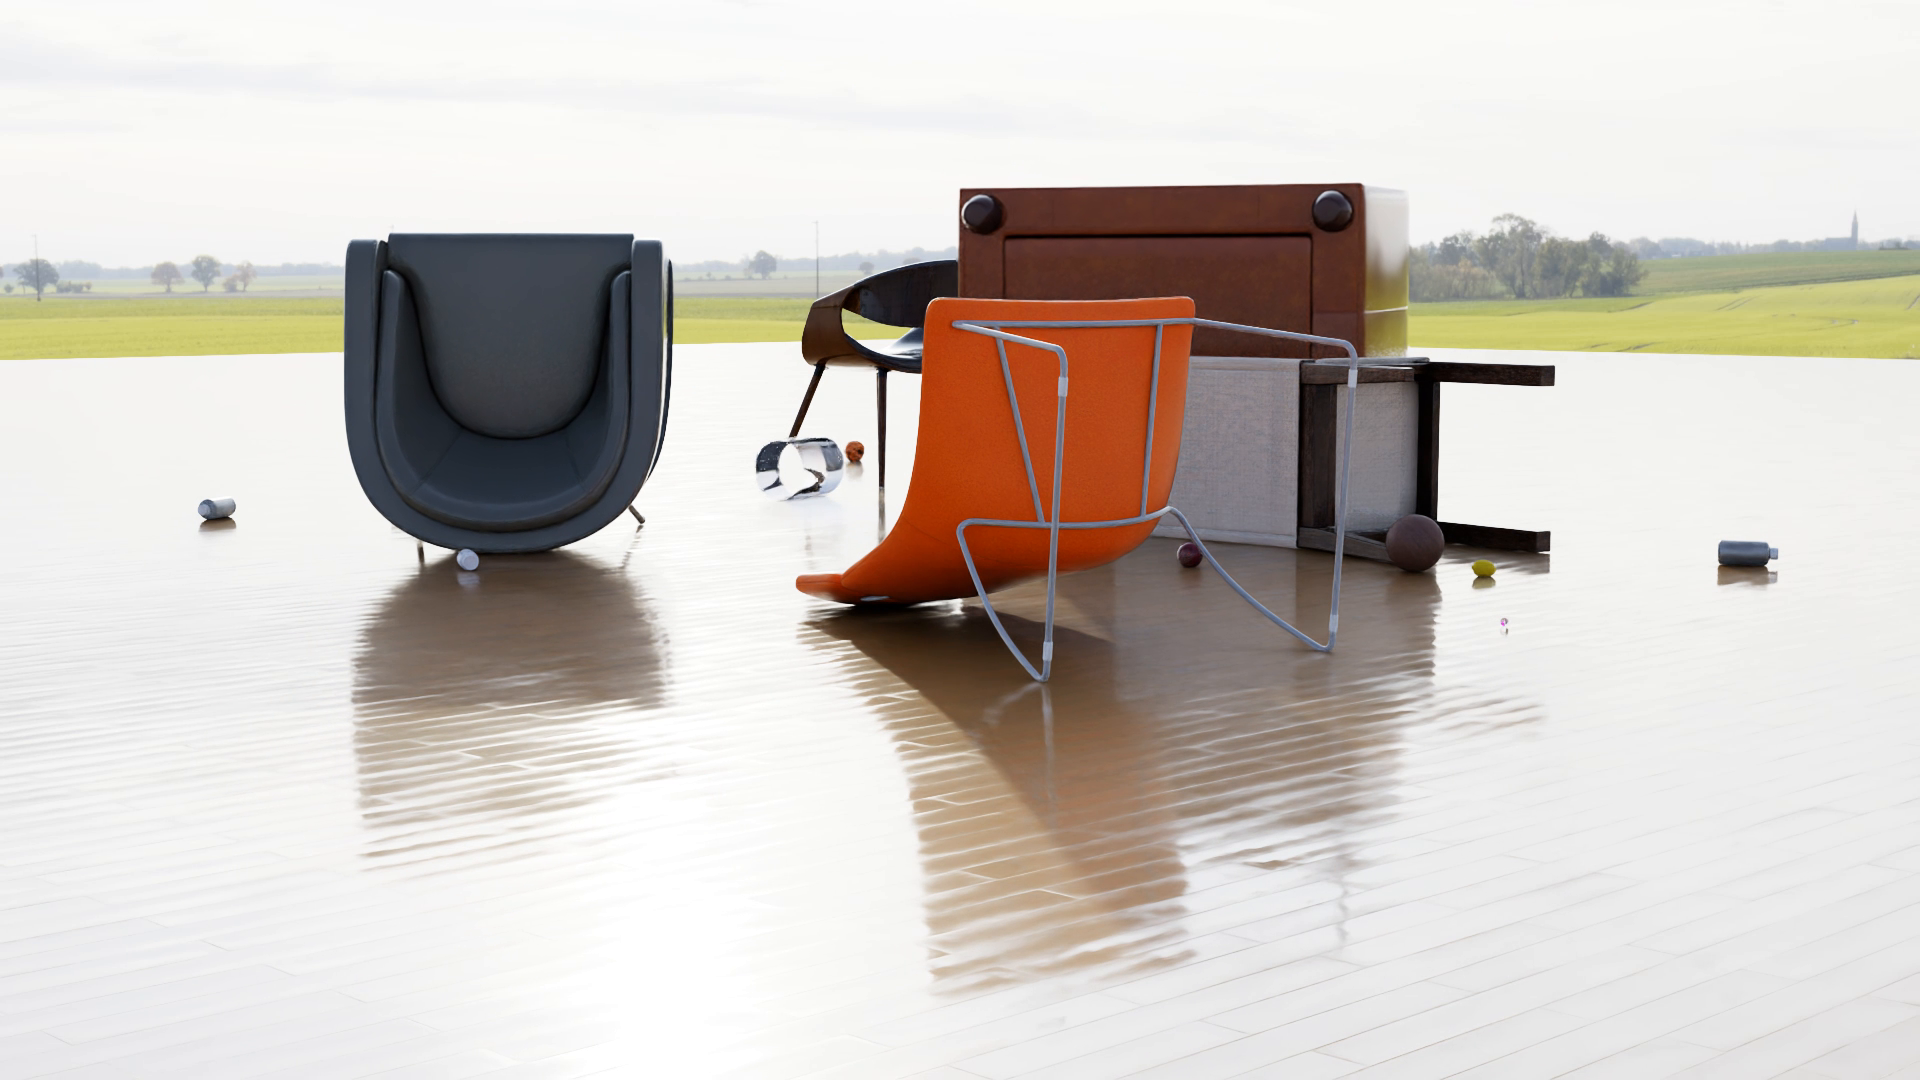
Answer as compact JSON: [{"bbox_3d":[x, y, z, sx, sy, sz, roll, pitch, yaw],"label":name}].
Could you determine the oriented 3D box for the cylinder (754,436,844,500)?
[{"bbox_3d":[-0.475,-0.213,7.611,0.169,0.178,0.230,17,13,26],"label":"cylinder"}]

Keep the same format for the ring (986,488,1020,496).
[{"bbox_3d":[0.129,-0.142,7.693,0.128,0.021,0.072,-6,9,-39],"label":"ring"}]

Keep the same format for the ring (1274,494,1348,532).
[{"bbox_3d":[0.907,-0.069,6.626,0.213,0.095,0.057,-7,-20,35],"label":"ring"}]

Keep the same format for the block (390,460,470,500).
[{"bbox_3d":[-1.576,-0.177,7.637,0.168,0.101,0.166,3,7,28],"label":"block"}]

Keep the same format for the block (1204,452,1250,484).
[{"bbox_3d":[0.854,-0.230,8.190,0.088,0.093,0.134,-3,7,-26],"label":"block"}]
